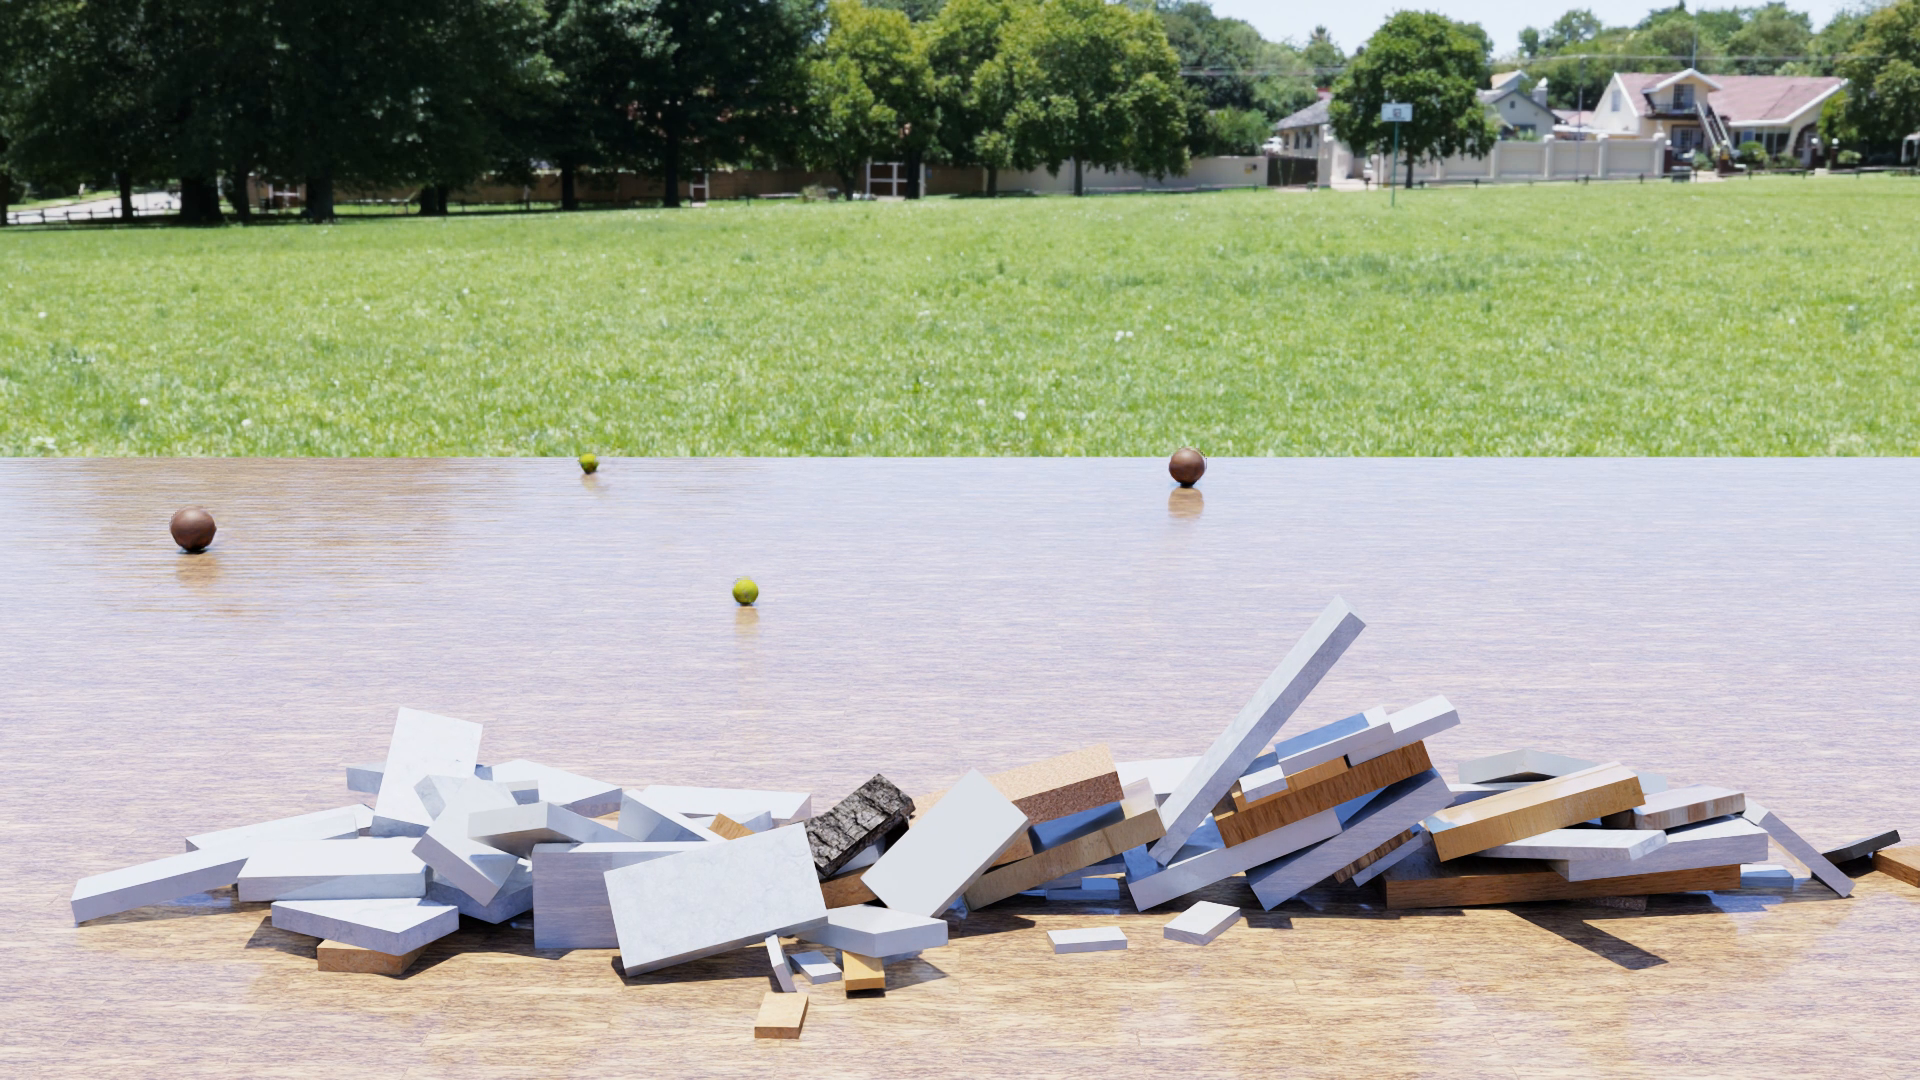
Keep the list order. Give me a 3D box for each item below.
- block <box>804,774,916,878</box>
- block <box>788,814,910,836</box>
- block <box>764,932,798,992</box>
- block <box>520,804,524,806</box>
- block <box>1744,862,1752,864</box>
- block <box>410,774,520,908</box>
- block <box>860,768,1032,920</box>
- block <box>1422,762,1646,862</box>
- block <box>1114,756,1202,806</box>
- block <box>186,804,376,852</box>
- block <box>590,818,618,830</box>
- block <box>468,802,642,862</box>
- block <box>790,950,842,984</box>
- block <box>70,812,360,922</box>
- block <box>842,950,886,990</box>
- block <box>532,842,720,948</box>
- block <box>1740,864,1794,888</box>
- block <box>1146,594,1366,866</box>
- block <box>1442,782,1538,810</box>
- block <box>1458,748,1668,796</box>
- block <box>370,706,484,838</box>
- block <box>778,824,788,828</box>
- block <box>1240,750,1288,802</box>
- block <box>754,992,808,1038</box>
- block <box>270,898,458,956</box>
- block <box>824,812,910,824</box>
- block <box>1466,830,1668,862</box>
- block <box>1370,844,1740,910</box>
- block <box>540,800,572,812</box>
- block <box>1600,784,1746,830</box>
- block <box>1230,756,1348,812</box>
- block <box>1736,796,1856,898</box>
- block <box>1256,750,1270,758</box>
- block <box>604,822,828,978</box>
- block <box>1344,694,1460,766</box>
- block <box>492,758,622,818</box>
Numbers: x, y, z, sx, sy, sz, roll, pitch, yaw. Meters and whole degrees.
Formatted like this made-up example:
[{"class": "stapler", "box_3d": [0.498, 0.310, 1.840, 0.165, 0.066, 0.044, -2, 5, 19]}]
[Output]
[{"class": "block", "box_3d": [-0.175, 0.467, 3.607, 0.188, 0.027, 0.094, -36, 41, -21]}, {"class": "block", "box_3d": [-0.186, 0.482, 3.695, 0.187, 0.027, 0.094, -16, -30, 3]}, {"class": "block", "box_3d": [-0.264, 0.633, 3.260, 0.018, 0.062, 0.124, -24, 14, -6]}, {"class": "block", "box_3d": [-0.716, 0.476, 3.778, 0.095, 0.014, 0.048, 11, 9, 6]}, {"class": "block", "box_3d": [1.335, 0.550, 3.835, 0.062, 0.018, 0.124, 1, 11, 7]}, {"class": "block", "box_3d": [-0.773, 0.478, 3.529, 0.143, 0.041, 0.286, 38, 11, -6]}, {"class": "block", "box_3d": [-0.022, 0.496, 3.504, 0.127, 0.254, 0.036, 41, -13, 24]}, {"class": "block", "box_3d": [0.948, 0.449, 3.654, 0.340, 0.048, 0.170, -17, 1, 6]}, {"class": "block", "box_3d": [0.317, 0.447, 3.958, 0.385, 0.042, 0.149, -6, 17, 13]}, {"class": "block", "box_3d": [-1.182, 0.530, 3.887, 0.326, 0.039, 0.136, -8, 13, -37]}, {"class": "block", "box_3d": [-0.583, 0.523, 3.794, 0.293, 0.035, 0.123, 9, 9, -9]}, {"class": "block", "box_3d": [-0.640, 0.478, 3.502, 0.143, 0.041, 0.286, -10, -23, 21]}, {"class": "block", "box_3d": [-0.218, 0.647, 3.327, 0.048, 0.014, 0.095, -5, 12, -24]}, {"class": "block", "box_3d": [-1.221, 0.537, 3.626, 0.449, 0.037, 0.131, -13, 10, -14]}, {"class": "block", "box_3d": [-0.144, 0.638, 3.279, 0.058, 0.016, 0.115, -4, 13, -5]}, {"class": "block", "box_3d": [-0.506, 0.554, 3.436, 0.312, 0.156, 0.044, 0, 11, -2]}, {"class": "block", "box_3d": [1.341, 0.569, 3.731, 0.124, 0.018, 0.062, 0, 11, 1]}, {"class": "block", "box_3d": [0.478, 0.310, 3.602, 0.036, 0.514, 0.127, 37, 10, -6]}, {"class": "block", "box_3d": [0.968, 0.493, 3.810, 0.279, 0.139, 0.040, -1, 11, -5]}, {"class": "block", "box_3d": [1.082, 0.430, 3.928, 0.453, 0.040, 0.140, 13, -24, -41]}, {"class": "block", "box_3d": [-0.924, 0.412, 3.818, 0.149, 0.042, 0.298, 14, 31, -13]}, {"class": "block", "box_3d": [-0.220, 0.522, 3.788, 0.188, 0.094, 0.027, -2, 50, -10]}, {"class": "block", "box_3d": [0.486, 0.382, 3.546, 0.069, 0.020, 0.139, -21, 10, 6]}, {"class": "block", "box_3d": [-0.254, 0.679, 3.142, 0.062, 0.018, 0.124, 0, 11, 3]}, {"class": "block", "box_3d": [-0.921, 0.583, 3.404, 0.262, 0.037, 0.131, 6, 12, 28]}, {"class": "block", "box_3d": [-0.117, 0.520, 3.952, 0.123, 0.035, 0.247, -10, 14, -42]}, {"class": "block", "box_3d": [0.957, 0.486, 3.512, 0.076, 0.022, 0.412, -18, 1, -25]}, {"class": "block", "box_3d": [0.984, 0.548, 3.673, 0.580, 0.048, 0.170, -3, 11, 0]}, {"class": "block", "box_3d": [-0.839, 0.505, 3.910, 0.136, 0.039, 0.273, -3, 2, 41]}, {"class": "block", "box_3d": [1.183, 0.445, 3.652, 0.213, 0.030, 0.107, -8, 5, -24]}, {"class": "block", "box_3d": [0.531, 0.383, 3.574, 0.187, 0.027, 0.094, -22, 10, 5]}, {"class": "block", "box_3d": [1.387, 0.509, 3.673, 0.213, 0.030, 0.107, 38, 3, -13]}, {"class": "block", "box_3d": [0.603, 0.471, 3.994, 0.148, 0.042, 0.297, -10, 29, -42]}, {"class": "block", "box_3d": [-0.371, 0.546, 3.345, 0.311, 0.156, 0.044, -13, -27, -9]}, {"class": "block", "box_3d": [0.711, 0.309, 3.573, 0.187, 0.027, 0.094, -22, 10, 3]}, {"class": "block", "box_3d": [-0.795, 0.477, 4.162, 0.298, 0.042, 0.149, 9, 14, 39]}]
